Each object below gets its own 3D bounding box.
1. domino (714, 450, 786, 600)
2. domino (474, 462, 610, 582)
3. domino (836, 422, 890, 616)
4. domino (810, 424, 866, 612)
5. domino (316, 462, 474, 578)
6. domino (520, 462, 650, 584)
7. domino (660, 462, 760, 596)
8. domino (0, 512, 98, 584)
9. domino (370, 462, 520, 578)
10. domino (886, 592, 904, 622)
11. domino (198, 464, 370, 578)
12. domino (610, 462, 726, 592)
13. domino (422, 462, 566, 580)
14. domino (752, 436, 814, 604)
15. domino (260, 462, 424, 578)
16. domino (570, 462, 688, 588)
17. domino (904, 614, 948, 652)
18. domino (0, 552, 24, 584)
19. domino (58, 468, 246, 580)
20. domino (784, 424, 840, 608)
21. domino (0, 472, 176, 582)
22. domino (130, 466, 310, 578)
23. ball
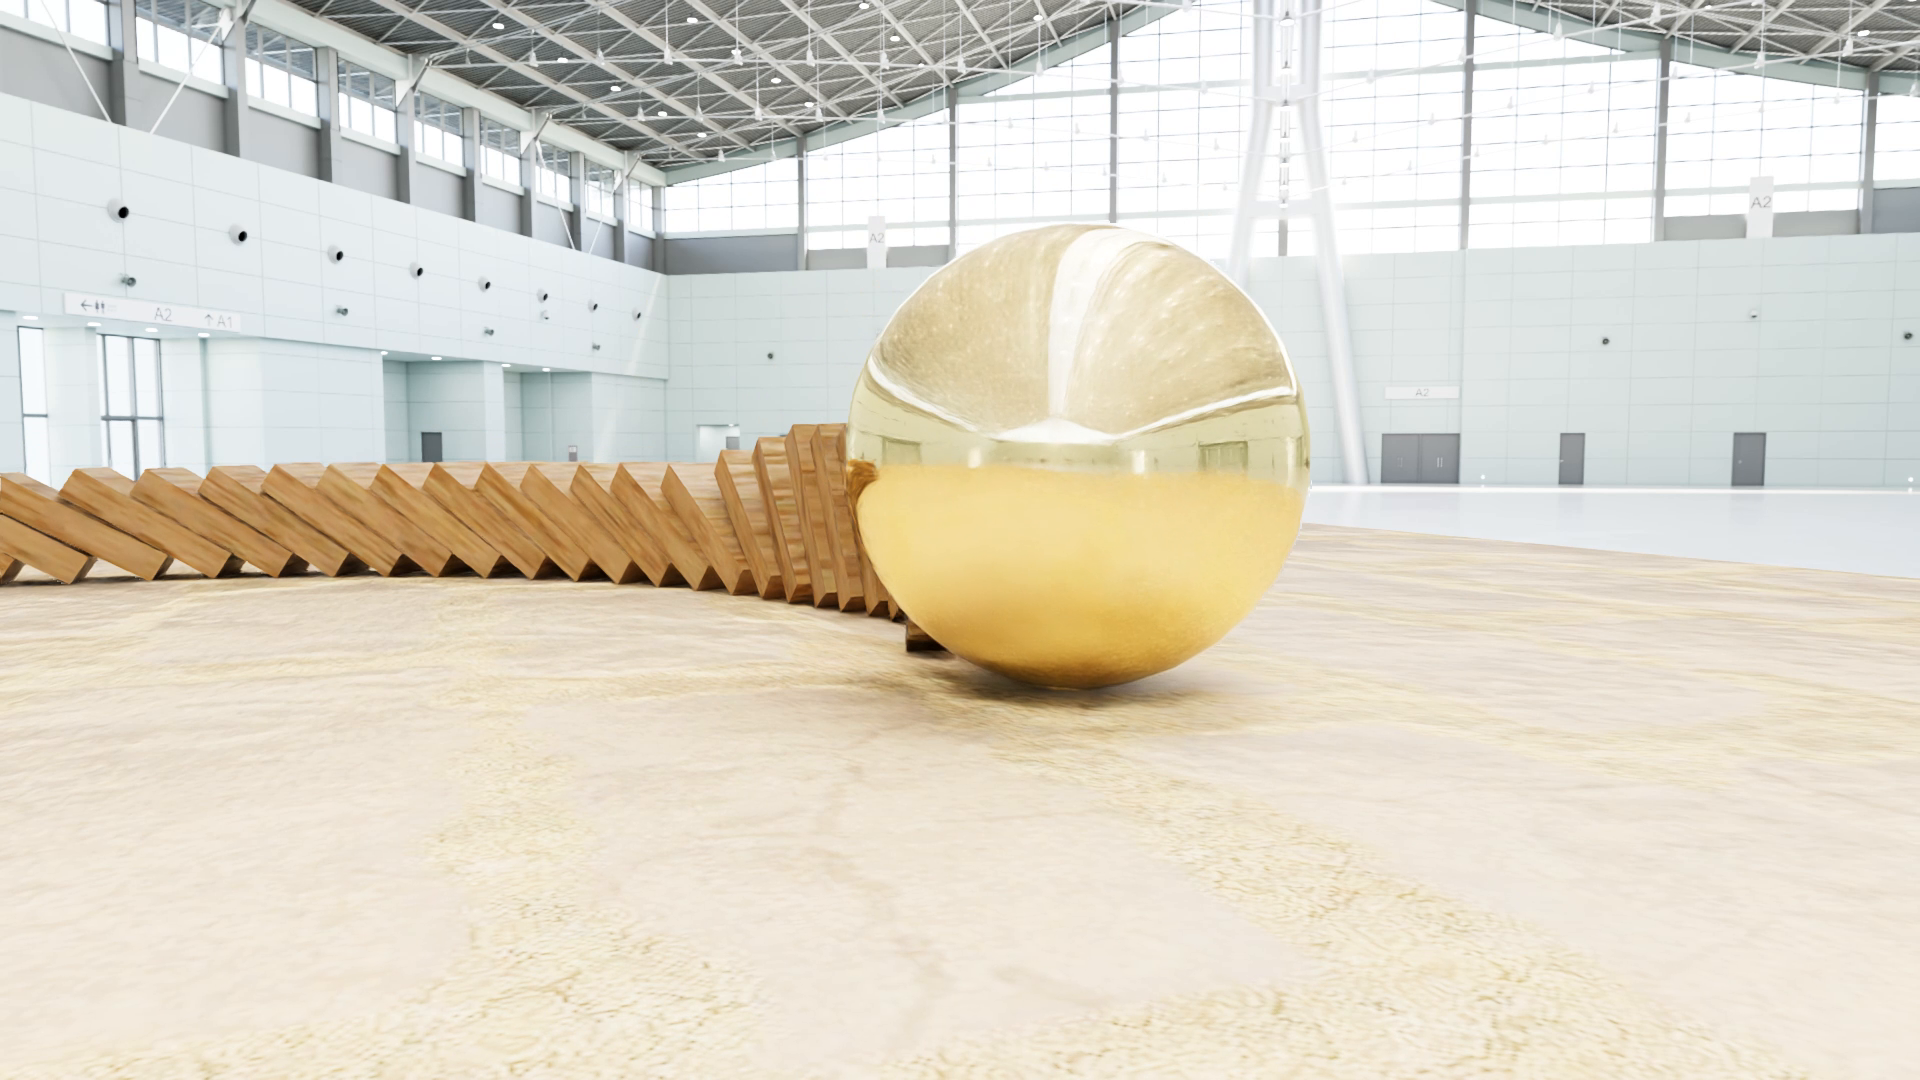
[{"bbox_3d":[-0.051,-0.005,0.368,0.025,0.009,0.050,-2,47,-31],"label":"domino"},{"bbox_3d":[-0.129,-0.007,0.412,0.050,0.010,0.025,39,19,17],"label":"domino"},{"bbox_3d":[-0.015,-0.006,0.326,0.025,0.050,0.009,-2,-26,-24],"label":"domino"},{"bbox_3d":[-0.022,-0.007,0.335,0.025,0.050,0.009,-2,-26,-24],"label":"domino"},{"bbox_3d":[-0.182,-0.007,0.421,0.050,0.009,0.025,35,8,5],"label":"domino"},{"bbox_3d":[-0.113,-0.006,0.406,0.050,0.009,0.025,40,21,20],"label":"domino"},{"bbox_3d":[-0.066,-0.004,0.380,0.025,0.009,0.050,-4,41,-41],"label":"domino"},{"bbox_3d":[-0.290,-0.004,0.389,0.050,0.009,0.025,34,-11,-24],"label":"domino"},{"bbox_3d":[-0.164,-0.007,0.419,0.050,0.009,0.025,36,11,8],"label":"domino"},{"bbox_3d":[-0.007,-0.005,0.316,0.025,0.050,0.009,-1,-26,-19],"label":"domino"},{"bbox_3d":[-0.218,-0.007,0.419,0.050,0.009,0.025,33,3,-3],"label":"domino"},{"bbox_3d":[-0.082,-0.005,0.389,0.025,0.009,0.050,-5,43,-50],"label":"domino"},{"bbox_3d":[-0.147,-0.007,0.417,0.050,0.009,0.025,38,14,12],"label":"domino"},{"bbox_3d":[-0.040,-0.006,0.356,0.025,0.050,0.010,-2,-35,-26],"label":"domino"},{"bbox_3d":[-0.199,-0.007,0.421,0.050,0.009,0.025,35,6,1],"label":"domino"},{"bbox_3d":[-0.096,-0.006,0.399,0.050,0.009,0.025,43,27,26],"label":"domino"},{"bbox_3d":[0.000,-0.002,0.271,0.025,0.050,0.009,0,-26,-6],"label":"domino"},{"bbox_3d":[-0.306,-0.004,0.380,0.050,0.009,0.025,34,-11,-23],"label":"domino"},{"bbox_3d":[-0.255,-0.006,0.408,0.050,0.009,0.025,33,-4,-14],"label":"domino"},{"bbox_3d":[-0.030,-0.007,0.344,0.025,0.050,0.010,-2,-26,-25],"label":"domino"},{"bbox_3d":[-0.272,-0.004,0.399,0.050,0.009,0.025,32,-8,-22],"label":"domino"},{"bbox_3d":[-0.236,-0.006,0.415,0.050,0.009,0.025,32,0,-8],"label":"domino"},{"bbox_3d":[0.020,-0.014,0.224,0.080,0.080,0.080,0,4,0],"label":"ball"}]
